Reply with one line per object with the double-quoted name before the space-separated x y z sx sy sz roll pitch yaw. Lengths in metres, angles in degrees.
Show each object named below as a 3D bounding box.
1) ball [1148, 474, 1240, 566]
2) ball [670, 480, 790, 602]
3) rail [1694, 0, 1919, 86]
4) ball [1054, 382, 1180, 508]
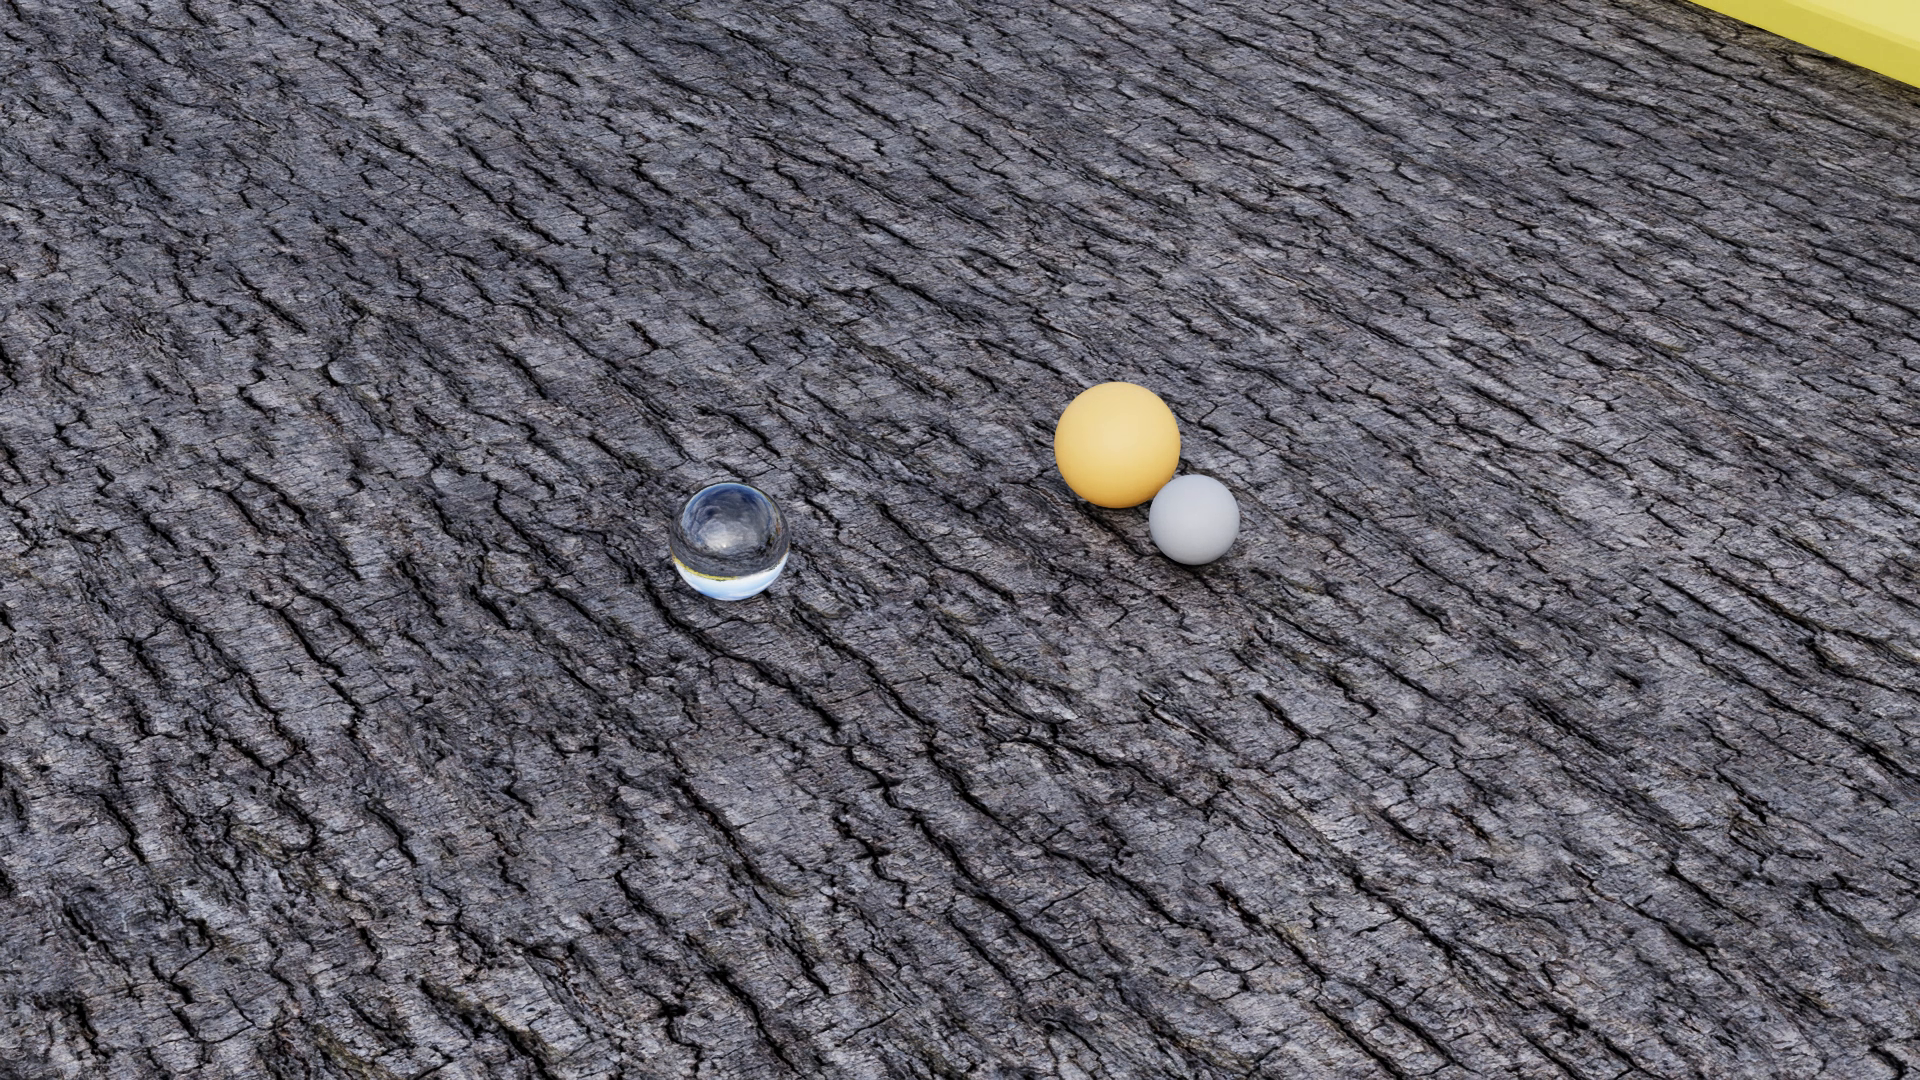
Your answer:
"ball" 0.152 -0.013 1.902 0.059 0.059 0.059 0 28 0
"ball" -0.145 0.001 1.859 0.076 0.076 0.076 0 28 0
"rail" 0.463 -0.772 3.246 0.045 0.110 4.398 -16 32 -27
"ball" 0.105 -0.063 1.968 0.085 0.085 0.085 0 28 0
